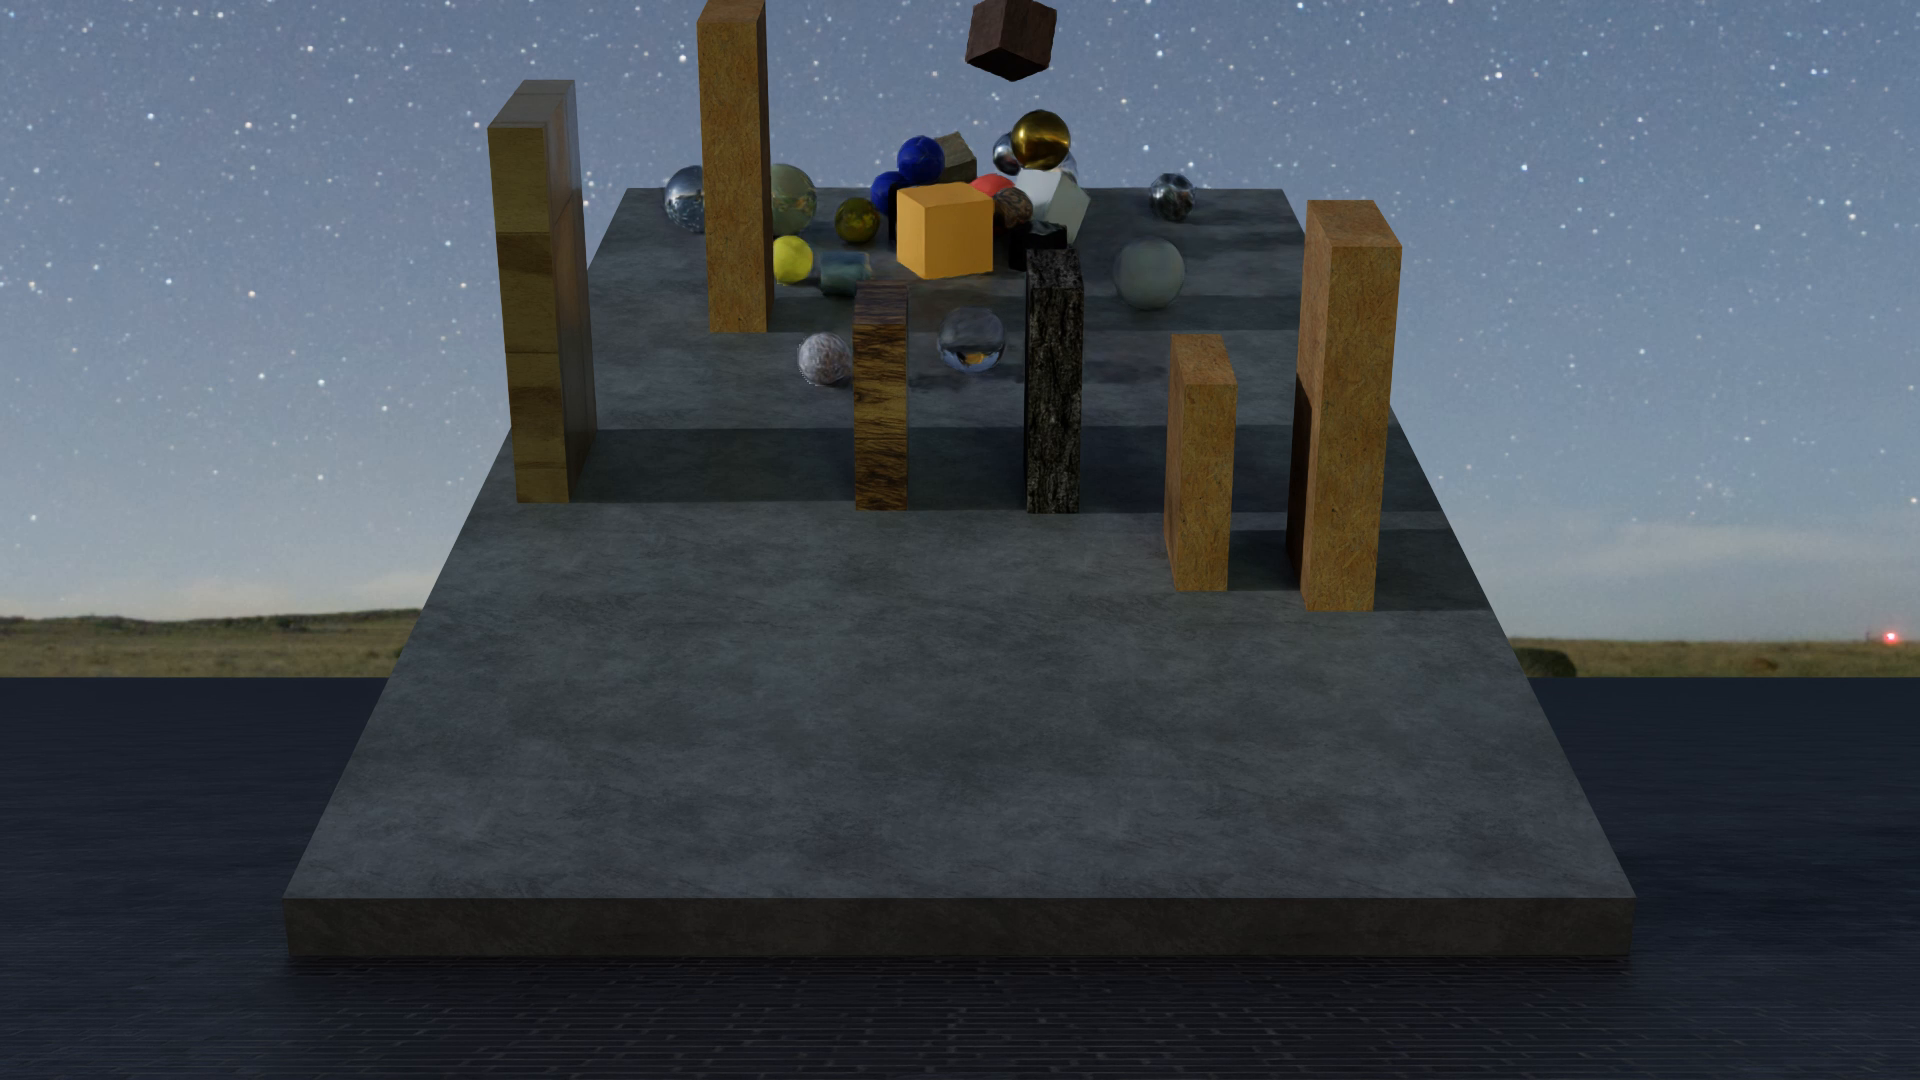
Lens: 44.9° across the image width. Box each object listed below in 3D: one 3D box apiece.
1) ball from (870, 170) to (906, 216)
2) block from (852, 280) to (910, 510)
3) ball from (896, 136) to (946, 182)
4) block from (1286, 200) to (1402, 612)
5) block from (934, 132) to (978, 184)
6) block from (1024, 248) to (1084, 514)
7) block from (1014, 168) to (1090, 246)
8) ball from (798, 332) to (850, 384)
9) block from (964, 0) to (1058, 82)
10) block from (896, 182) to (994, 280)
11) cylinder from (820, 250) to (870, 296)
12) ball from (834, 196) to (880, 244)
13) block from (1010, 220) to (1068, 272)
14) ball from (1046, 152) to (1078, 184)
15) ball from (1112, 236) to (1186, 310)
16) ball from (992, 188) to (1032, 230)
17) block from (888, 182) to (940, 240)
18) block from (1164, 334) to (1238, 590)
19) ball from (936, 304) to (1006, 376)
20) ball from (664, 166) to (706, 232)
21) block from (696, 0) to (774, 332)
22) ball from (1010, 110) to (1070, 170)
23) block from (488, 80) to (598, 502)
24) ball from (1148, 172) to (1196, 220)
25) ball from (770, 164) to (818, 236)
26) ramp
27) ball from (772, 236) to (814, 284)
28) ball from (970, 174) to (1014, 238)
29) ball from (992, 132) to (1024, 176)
[{"bbox_3d":[-0.195,-1.010,6.774,0.134,0.134,0.134,0,-3,0],"label":"ball"},{"bbox_3d":[-0.162,-0.303,4.825,0.105,0.402,0.294,0,24,0],"label":"block"},{"bbox_3d":[-0.112,-1.094,6.697,0.141,0.141,0.141,0,-3,0],"label":"ball"},{"bbox_3d":[0.710,-0.251,4.331,0.123,0.704,0.305,0,24,0],"label":"block"},{"bbox_3d":[-0.040,-1.096,6.880,0.140,0.140,0.140,-19,-40,-13],"label":"block"},{"bbox_3d":[0.190,-0.329,4.785,0.106,0.482,0.271,0,24,0],"label":"block"},{"bbox_3d":[0.242,-0.930,6.487,0.151,0.151,0.151,14,-11,40],"label":"block"},{"bbox_3d":[-0.318,-0.428,5.457,0.122,0.122,0.122,0,-3,0],"label":"ball"},{"bbox_3d":[0.151,-1.485,6.844,0.180,0.180,0.180,16,-12,-32],"label":"block"},{"bbox_3d":[-0.042,-0.842,6.306,0.201,0.201,0.201,-10,26,-22],"label":"block"},{"bbox_3d":[-0.300,-0.698,6.082,0.114,0.114,0.114,3,-3,7],"label":"cylinder"},{"bbox_3d":[-0.289,-0.899,6.522,0.132,0.132,0.132,0,-3,0],"label":"ball"},{"bbox_3d":[0.214,-0.796,6.315,0.112,0.112,0.112,17,29,33],"label":"block"},{"bbox_3d":[0.260,-1.088,6.893,0.183,0.183,0.183,0,-3,0],"label":"ball"},{"bbox_3d":[0.486,-0.689,5.977,0.188,0.188,0.188,0,-3,0],"label":"ball"},{"bbox_3d":[0.139,-0.907,6.356,0.119,0.119,0.119,0,-3,0],"label":"ball"},{"bbox_3d":[-0.108,-0.923,6.512,0.154,0.154,0.154,4,11,9],"label":"block"},{"bbox_3d":[0.459,-0.151,4.462,0.097,0.416,0.288,0,24,0],"label":"block"},{"bbox_3d":[0.027,-0.475,5.512,0.166,0.166,0.166,0,-3,0],"label":"ball"},{"bbox_3d":[-0.751,-0.973,6.619,0.188,0.188,0.188,0,-3,0],"label":"ball"},{"bbox_3d":[-0.556,-0.932,5.797,0.142,0.773,0.290,0,24,0],"label":"block"},{"bbox_3d":[0.225,-1.114,6.472,0.169,0.169,0.169,0,-3,0],"label":"ball"},{"bbox_3d":[-0.863,-0.522,4.841,0.107,0.787,0.425,0,24,0],"label":"block"},{"bbox_3d":[0.615,-0.997,6.745,0.138,0.138,0.138,0,-3,0],"label":"ball"},{"bbox_3d":[-0.502,-0.954,6.517,0.203,0.203,0.203,0,-3,0],"label":"ball"},{"bbox_3d":[-0.008,-0.227,5.277,2.000,0.100,4.000,0,24,0],"label":"ramp"},{"bbox_3d":[-0.454,-0.747,6.179,0.128,0.128,0.128,0,-3,0],"label":"ball"},{"bbox_3d":[0.090,-0.945,6.571,0.179,0.179,0.179,0,-3,0],"label":"ball"},{"bbox_3d":[0.156,-1.124,6.754,0.126,0.126,0.126,0,-3,0],"label":"ball"}]
